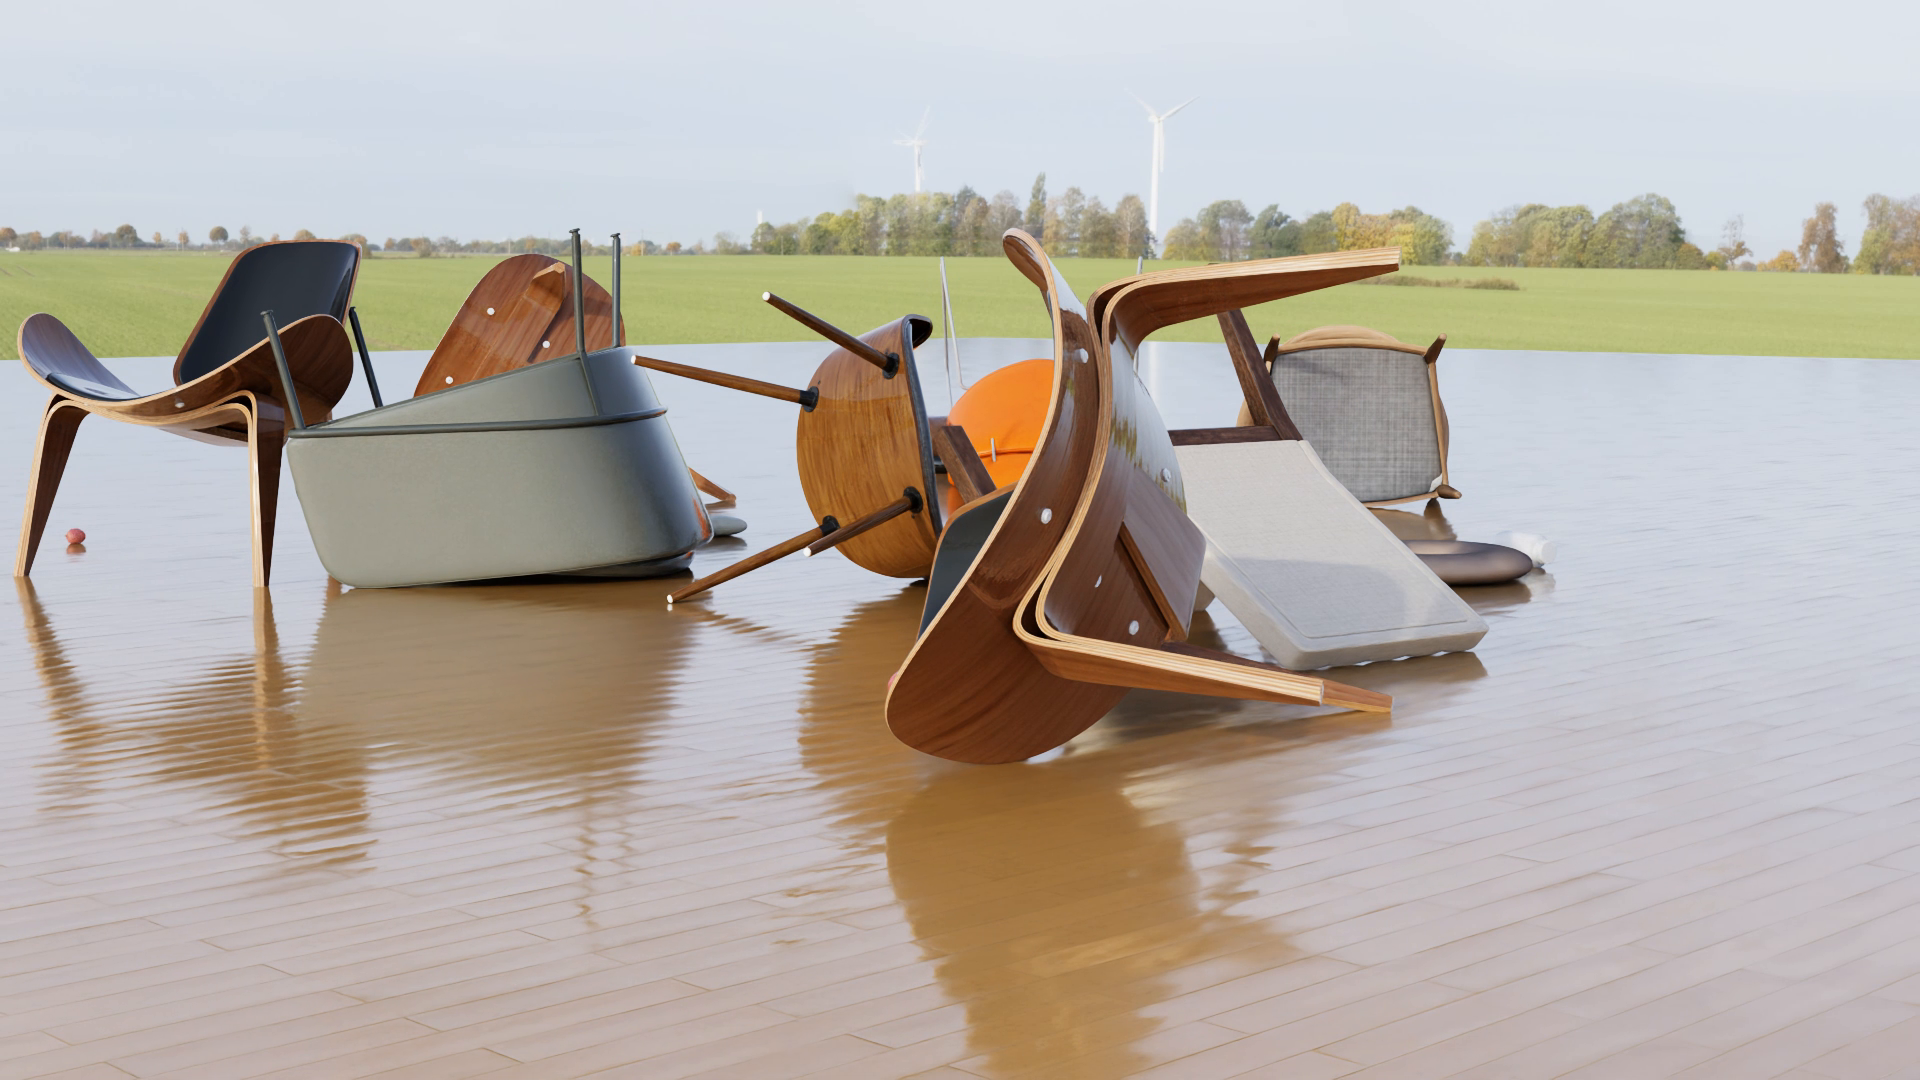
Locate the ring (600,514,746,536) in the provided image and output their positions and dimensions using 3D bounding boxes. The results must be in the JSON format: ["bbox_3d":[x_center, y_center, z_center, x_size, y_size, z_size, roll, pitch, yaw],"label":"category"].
[{"bbox_3d":[-0.731,-0.037,6.540,0.387,0.048,0.168,0,5,7],"label":"ring"}]

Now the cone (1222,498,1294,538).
[{"bbox_3d":[0.726,-0.033,6.510,0.206,0.096,0.144,5,26,34],"label":"cone"}]

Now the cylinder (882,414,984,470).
[{"bbox_3d":[-0.091,-0.335,8.774,0.282,0.180,0.252,-2,13,-20],"label":"cylinder"}]

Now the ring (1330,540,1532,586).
[{"bbox_3d":[1.031,0.048,5.627,0.436,0.066,0.466,-2,6,-16],"label":"ring"}]

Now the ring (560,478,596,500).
[{"bbox_3d":[-1.136,-0.152,7.617,0.095,0.056,0.125,-8,11,-44],"label":"ring"}]

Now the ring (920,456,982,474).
[{"bbox_3d":[-0.031,-0.254,8.608,0.217,0.056,0.125,-1,5,-13],"label":"ring"}]
